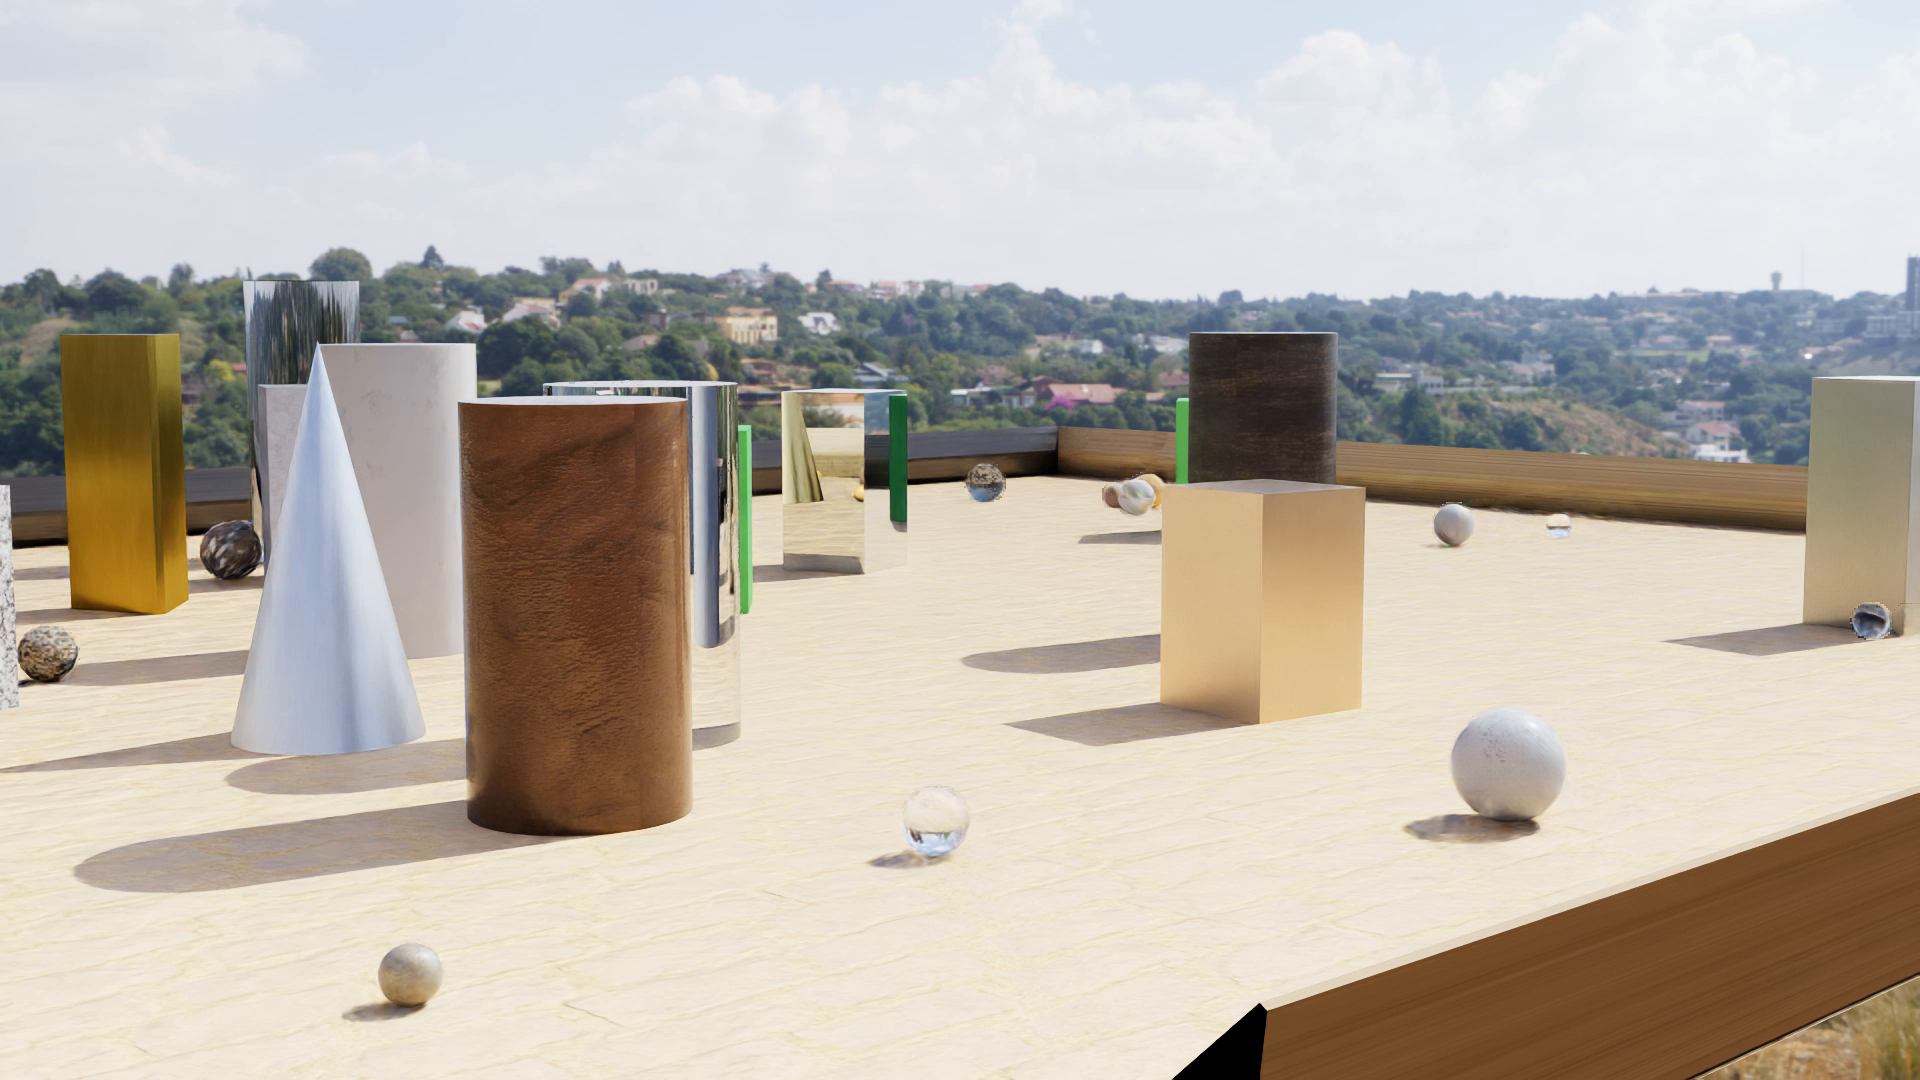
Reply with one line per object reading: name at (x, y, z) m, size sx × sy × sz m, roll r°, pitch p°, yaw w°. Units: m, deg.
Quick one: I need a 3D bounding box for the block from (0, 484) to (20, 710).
block at (-1.166, 0.068, 2.426) m, size 0.160 × 0.251 × 0.160 m, roll 2°, pitch 6°, yaw 20°

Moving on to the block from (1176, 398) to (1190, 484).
block at (0.515, -0.147, 4.414) m, size 0.160 × 0.268 × 0.160 m, roll 1°, pitch 6°, yaw 7°

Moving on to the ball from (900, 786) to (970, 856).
ball at (-0.020, 0.231, 1.802) m, size 0.057 × 0.057 × 0.057 m, roll 0°, pitch 6°, yaw 0°

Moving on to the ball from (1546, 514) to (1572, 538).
ball at (1.178, -0.028, 4.326) m, size 0.049 × 0.049 × 0.049 m, roll 0°, pitch 6°, yaw 0°

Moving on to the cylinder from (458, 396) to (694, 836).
cylinder at (-0.339, 0.059, 1.950) m, size 0.199 × 0.367 × 0.199 m, roll 0°, pitch 6°, yaw 0°

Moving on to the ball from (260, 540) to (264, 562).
ball at (-1.202, 0.018, 3.849) m, size 0.055 × 0.055 × 0.055 m, roll 0°, pitch 6°, yaw 0°

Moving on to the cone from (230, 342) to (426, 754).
cone at (-0.663, 0.000, 2.292) m, size 0.199 × 0.414 × 0.199 m, roll 0°, pitch 6°, yaw 0°

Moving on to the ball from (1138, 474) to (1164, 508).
ball at (0.425, -0.110, 4.966) m, size 0.079 × 0.079 × 0.079 m, roll 0°, pitch 6°, yaw 0°

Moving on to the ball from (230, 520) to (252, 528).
ball at (-1.313, -0.004, 4.009) m, size 0.067 × 0.067 × 0.067 m, roll 0°, pitch 6°, yaw 0°

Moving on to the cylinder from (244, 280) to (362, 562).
cylinder at (-1.180, -0.216, 3.967) m, size 0.199 × 0.498 × 0.199 m, roll 0°, pitch 6°, yaw 0°

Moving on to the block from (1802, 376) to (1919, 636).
block at (1.317, -0.053, 3.110) m, size 0.160 × 0.351 × 0.160 m, roll -4°, pitch 7°, yaw -34°

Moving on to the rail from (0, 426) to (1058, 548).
rail at (-1.213, -0.102, 4.640) m, size 4.077 × 0.130 × 0.045 m, roll -5°, pitch 8°, yaw -42°

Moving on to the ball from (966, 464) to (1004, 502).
ball at (0.059, -0.133, 5.137) m, size 0.090 × 0.090 × 0.090 m, roll 0°, pitch 6°, yaw 0°

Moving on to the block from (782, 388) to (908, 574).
block at (-0.199, -0.105, 3.820) m, size 0.160 × 0.307 × 0.160 m, roll 3°, pitch 7°, yaw 25°

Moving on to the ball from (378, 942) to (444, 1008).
ball at (-0.353, 0.279, 1.412) m, size 0.041 × 0.041 × 0.041 m, roll 0°, pitch 6°, yaw 0°

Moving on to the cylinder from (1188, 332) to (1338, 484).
cylinder at (0.410, -0.074, 2.994) m, size 0.199 × 0.415 × 0.199 m, roll 0°, pitch 6°, yaw 0°

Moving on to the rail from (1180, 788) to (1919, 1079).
rail at (1.213, 0.170, 2.024) m, size 4.077 × 0.130 × 0.045 m, roll -5°, pitch 8°, yaw -42°

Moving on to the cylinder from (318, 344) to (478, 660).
cylinder at (-0.735, -0.057, 2.897) m, size 0.199 × 0.401 × 0.199 m, roll 0°, pitch 6°, yaw 0°

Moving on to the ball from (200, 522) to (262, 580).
ball at (-1.209, 0.018, 3.646) m, size 0.098 × 0.098 × 0.098 m, roll 0°, pitch 6°, yaw 0°

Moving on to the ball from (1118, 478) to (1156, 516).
ball at (0.385, -0.093, 4.794) m, size 0.081 × 0.081 × 0.081 m, roll 0°, pitch 6°, yaw 0°

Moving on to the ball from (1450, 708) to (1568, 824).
ball at (0.479, 0.197, 1.919) m, size 0.100 × 0.100 × 0.100 m, roll 0°, pitch 6°, yaw 0°

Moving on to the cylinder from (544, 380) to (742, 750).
cylinder at (-0.330, 0.022, 2.293) m, size 0.199 × 0.370 × 0.199 m, roll 0°, pitch 6°, yaw 0°

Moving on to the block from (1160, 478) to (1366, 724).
block at (0.340, 0.064, 2.476) m, size 0.160 × 0.249 × 0.160 m, roll -4°, pitch 7°, yaw -37°

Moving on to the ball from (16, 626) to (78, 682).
ball at (-1.100, 0.137, 2.651) m, size 0.068 × 0.068 × 0.068 m, roll 0°, pitch 6°, yaw 0°

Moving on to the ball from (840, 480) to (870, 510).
ball at (-0.237, -0.099, 4.924) m, size 0.066 × 0.066 × 0.066 m, roll 0°, pitch 6°, yaw 0°

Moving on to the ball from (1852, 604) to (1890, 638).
ball at (1.235, 0.110, 2.980) m, size 0.047 × 0.047 × 0.047 m, roll 0°, pitch 6°, yaw 0°

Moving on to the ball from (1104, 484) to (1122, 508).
ball at (0.351, -0.098, 4.964) m, size 0.055 × 0.055 × 0.055 m, roll 0°, pitch 6°, yaw 0°

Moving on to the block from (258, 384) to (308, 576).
block at (-1.075, -0.096, 3.664) m, size 0.160 × 0.321 × 0.160 m, roll -2°, pitch 6°, yaw -22°

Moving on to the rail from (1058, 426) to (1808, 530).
rail at (1.481, -0.108, 4.691) m, size 0.045 × 0.130 × 3.626 m, roll -5°, pitch 8°, yaw -42°

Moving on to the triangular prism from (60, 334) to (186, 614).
triangular prism at (-1.226, -0.105, 3.317) m, size 0.173 × 0.410 × 0.150 m, roll 2°, pitch 6°, yaw 22°

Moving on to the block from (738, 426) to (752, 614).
block at (-0.396, -0.033, 3.306) m, size 0.160 × 0.270 × 0.160 m, roll 0°, pitch 6°, yaw -3°

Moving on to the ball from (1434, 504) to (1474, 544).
ball at (0.944, -0.030, 4.201) m, size 0.078 × 0.078 × 0.078 m, roll 0°, pitch 6°, yaw 0°
